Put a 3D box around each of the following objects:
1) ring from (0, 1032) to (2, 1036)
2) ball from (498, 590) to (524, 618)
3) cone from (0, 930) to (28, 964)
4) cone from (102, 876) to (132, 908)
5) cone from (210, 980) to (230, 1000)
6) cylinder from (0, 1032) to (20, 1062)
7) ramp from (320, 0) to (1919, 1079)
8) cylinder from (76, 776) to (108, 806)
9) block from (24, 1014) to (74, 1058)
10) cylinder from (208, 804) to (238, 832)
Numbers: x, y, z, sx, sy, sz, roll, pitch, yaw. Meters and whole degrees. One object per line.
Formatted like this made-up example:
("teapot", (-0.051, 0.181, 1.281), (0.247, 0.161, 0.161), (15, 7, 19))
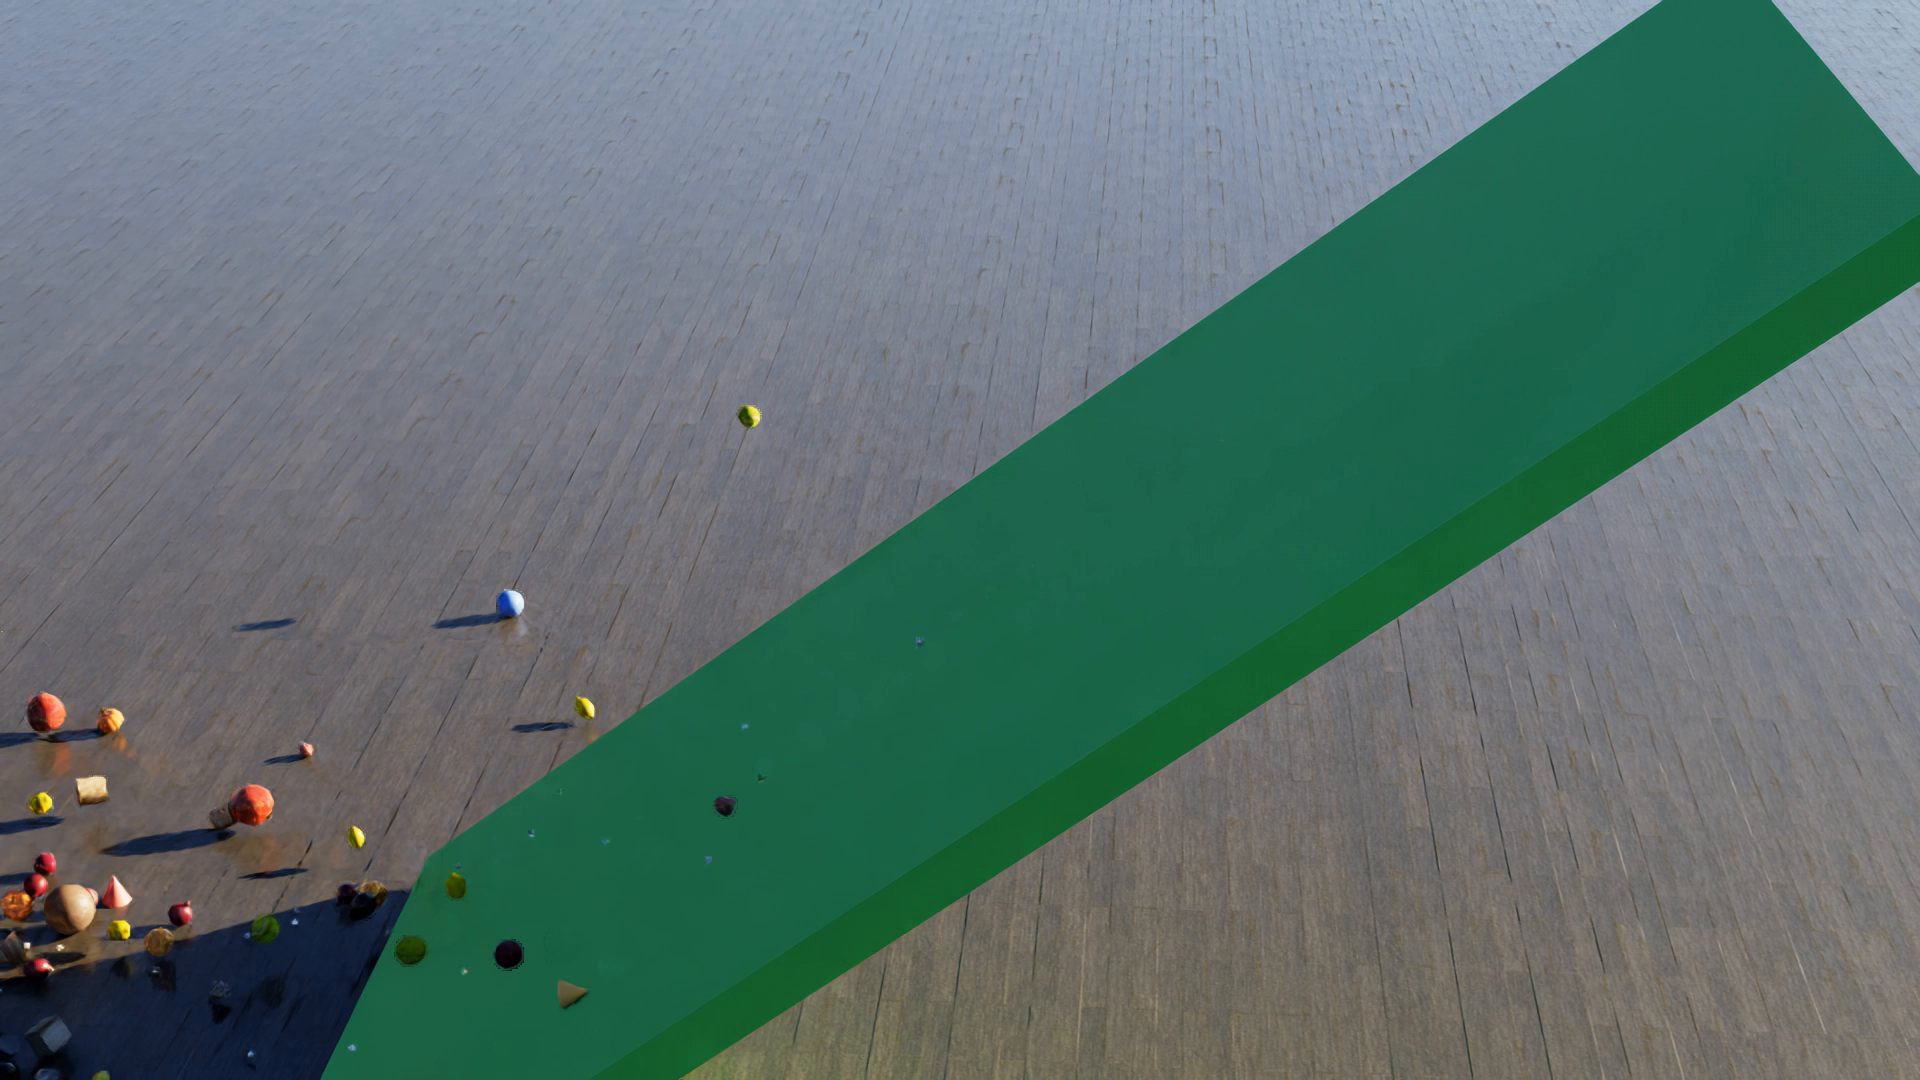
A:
("ring", (-2.355, 1.215, 7.069), (0.125, 0.042, 0.125), (0, 24, 0))
("ball", (-1.439, 0.204, 9.417), (0.085, 0.085, 0.085), (0, 23, 0))
("cone", (-2.414, 1.043, 7.417), (0.090, 0.090, 0.090), (-22, 31, -29))
("cone", (-2.224, 0.915, 7.738), (0.077, 0.077, 0.077), (0, 23, 0))
("cone", (-1.844, 1.126, 7.282), (0.054, 0.054, 0.054), (34, 29, -22))
("cylinder", (-2.278, 1.211, 7.025), (0.053, 0.053, 0.053), (-25, -10, -45))
("ramp", (0.127, 0.180, 6.325), (4.000, 0.100, 2.000), (-35, 16, 17))
("cylinder", (-2.408, 0.696, 8.153), (0.074, 0.074, 0.074), (-6, 23, -23))
("block", (-2.186, 1.190, 7.051), (0.067, 0.067, 0.067), (-20, 16, 41))
("cylinder", (-2.025, 0.763, 8.088), (0.059, 0.059, 0.059), (-24, 23, 4))
